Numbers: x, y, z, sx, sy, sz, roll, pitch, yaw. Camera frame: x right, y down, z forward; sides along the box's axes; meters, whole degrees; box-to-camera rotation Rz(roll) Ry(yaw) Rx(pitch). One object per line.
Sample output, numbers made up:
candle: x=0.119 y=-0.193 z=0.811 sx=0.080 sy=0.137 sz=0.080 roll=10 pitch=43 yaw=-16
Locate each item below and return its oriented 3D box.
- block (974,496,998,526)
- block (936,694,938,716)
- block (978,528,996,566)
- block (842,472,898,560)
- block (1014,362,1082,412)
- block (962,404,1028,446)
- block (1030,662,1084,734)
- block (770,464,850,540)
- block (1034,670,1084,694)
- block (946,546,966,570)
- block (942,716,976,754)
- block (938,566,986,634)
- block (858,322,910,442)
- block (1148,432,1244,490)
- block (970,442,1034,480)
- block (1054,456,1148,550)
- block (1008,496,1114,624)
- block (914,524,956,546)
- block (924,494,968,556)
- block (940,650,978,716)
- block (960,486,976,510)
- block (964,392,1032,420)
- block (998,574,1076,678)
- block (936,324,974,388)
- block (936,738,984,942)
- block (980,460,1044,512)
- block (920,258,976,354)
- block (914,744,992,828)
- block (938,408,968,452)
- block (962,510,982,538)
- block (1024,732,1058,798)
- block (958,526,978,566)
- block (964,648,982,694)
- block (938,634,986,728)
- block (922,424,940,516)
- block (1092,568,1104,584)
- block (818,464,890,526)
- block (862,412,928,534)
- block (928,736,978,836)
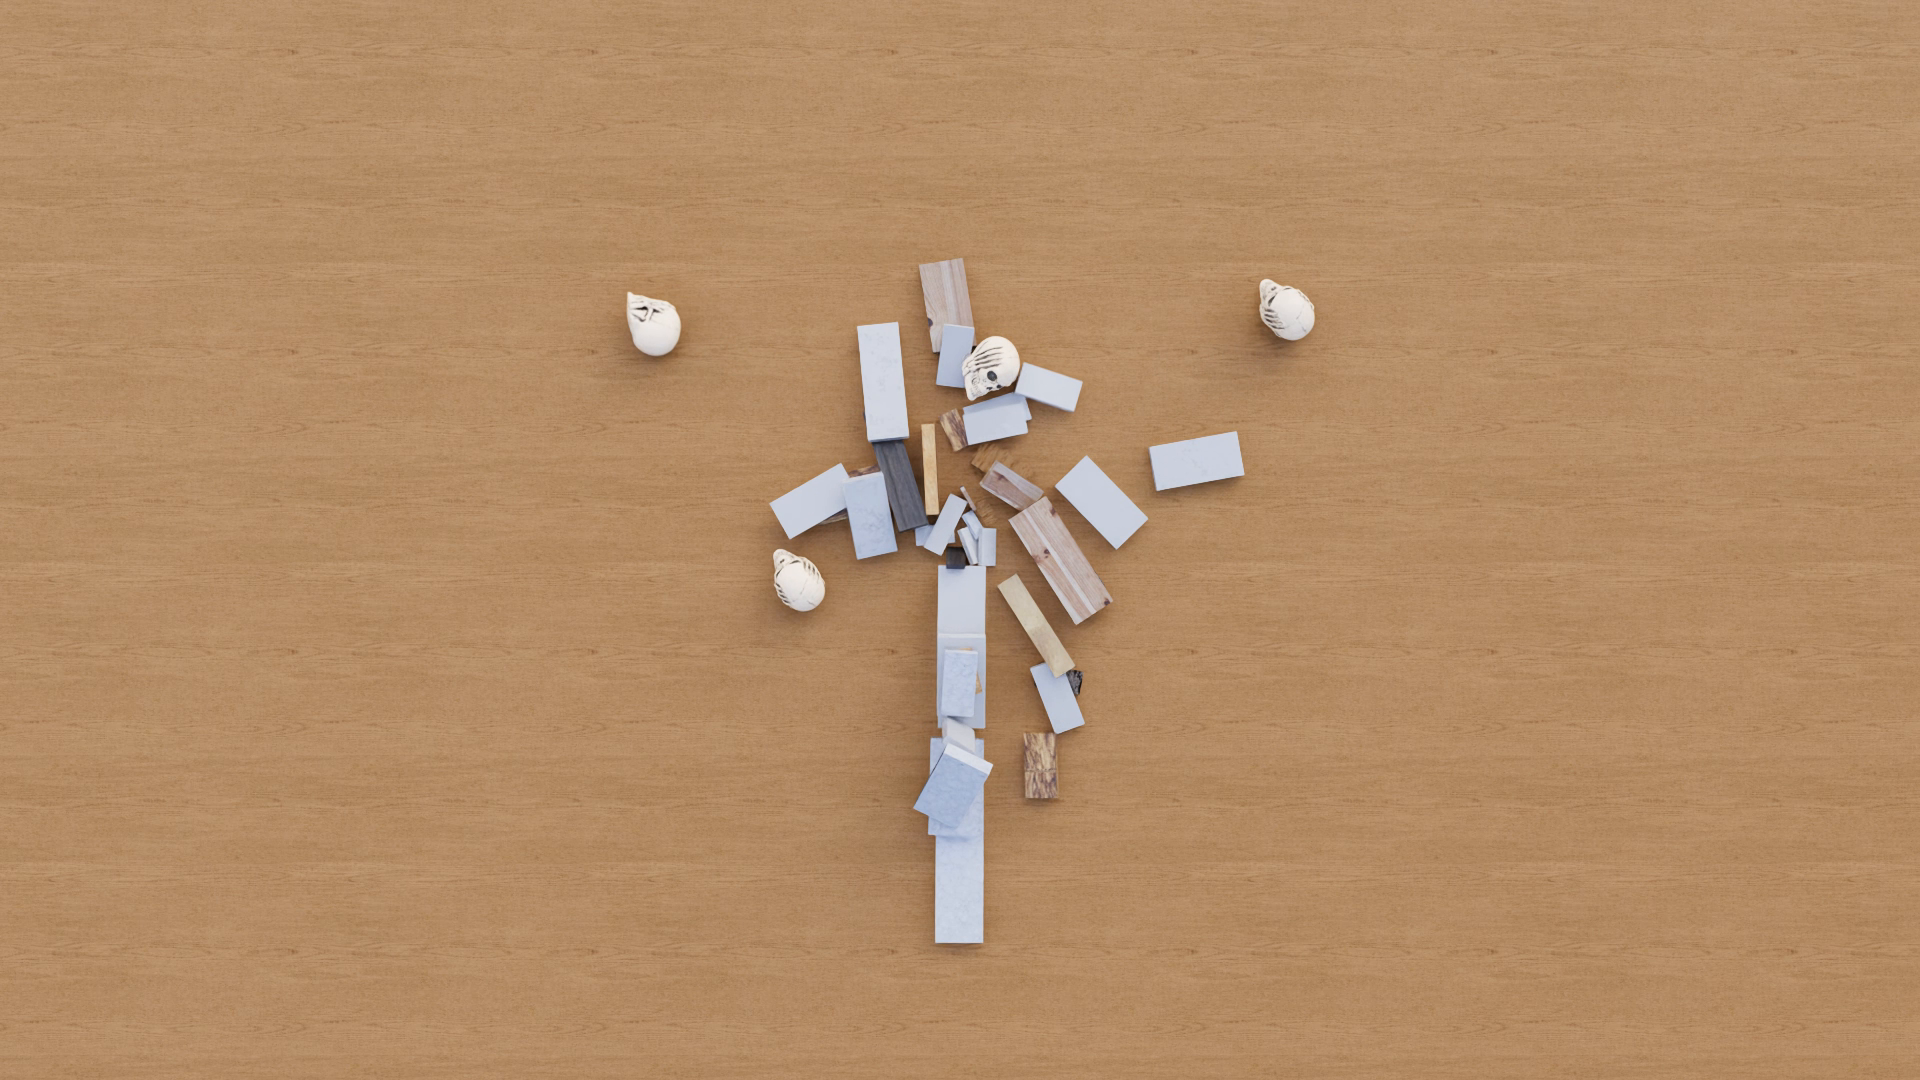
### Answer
block: x=0.086 y=-0.095 z=5.493 sx=0.046 sy=0.013 sz=0.092 roll=-30 pitch=90 yaw=0
block: x=0.002 y=0.426 z=5.478 sx=0.155 sy=0.044 sz=0.311 roll=0 pitch=90 yaw=0
block: x=0.090 y=0.023 z=5.473 sx=0.062 sy=0.018 sz=0.124 roll=1 pitch=90 yaw=-41
block: x=-0.297 y=-0.080 z=5.425 sx=0.135 sy=0.038 sz=0.270 roll=-12 pitch=111 yaw=-7
block: x=0.292 y=-0.506 z=5.468 sx=0.207 sy=0.029 sz=0.104 roll=18 pitch=86 yaw=-7
block: x=0.117 y=-0.383 z=5.456 sx=0.201 sy=0.028 sz=0.100 roll=-12 pitch=90 yaw=0
block: x=0.323 y=0.516 z=5.466 sx=0.103 sy=0.029 sz=0.237 roll=-21 pitch=97 yaw=5
block: x=-0.476 y=-0.128 z=5.439 sx=0.270 sy=0.038 sz=0.135 roll=-30 pitch=90 yaw=0
block: x=0.329 y=0.462 z=5.489 sx=0.152 sy=0.022 sz=0.076 roll=11 pitch=90 yaw=0
block: x=-0.014 y=0.059 z=5.441 sx=0.062 sy=0.124 sz=0.018 roll=1 pitch=117 yaw=0
block: x=-0.005 y=0.632 z=5.313 sx=0.107 sy=0.213 sz=0.030 roll=34 pitch=101 yaw=-7
block: x=0.005 y=0.240 z=5.434 sx=0.155 sy=0.044 sz=0.310 roll=1 pitch=90 yaw=0
block: x=-0.253 y=-0.522 z=5.453 sx=0.135 sy=0.038 sz=0.387 roll=-6 pitch=82 yaw=0
block: x=0.784 y=-0.262 z=5.479 sx=0.293 sy=0.042 sz=0.147 roll=-10 pitch=90 yaw=0
block: x=0.139 y=-0.244 z=5.486 sx=0.195 sy=0.028 sz=0.098 roll=34 pitch=90 yaw=0
block: x=0.469 y=-0.125 z=5.479 sx=0.147 sy=0.042 sz=0.293 roll=-44 pitch=90 yaw=0
block: x=0.332 y=0.067 z=5.448 sx=0.147 sy=0.042 sz=0.412 roll=-33 pitch=91 yaw=0
block: x=-0.083 y=-0.018 z=5.491 sx=0.130 sy=0.018 sz=0.065 roll=-5 pitch=90 yaw=0
block: x=-0.047 y=-0.051 z=5.472 sx=0.065 sy=0.018 sz=0.199 roll=26 pitch=90 yaw=0
block: x=-0.002 y=0.464 z=5.345 sx=0.107 sy=0.030 sz=0.213 roll=4 pitch=103 yaw=-1
block: x=0.027 y=-0.138 z=5.477 sx=0.013 sy=0.046 sz=0.092 roll=-30 pitch=90 yaw=0
block: x=0.124 y=-0.420 z=5.485 sx=0.207 sy=0.029 sz=0.104 roll=-17 pitch=90 yaw=0
block: x=0.252 y=0.284 z=5.450 sx=0.076 sy=0.022 sz=0.365 roll=-32 pitch=77 yaw=0
block: x=-0.017 y=-0.608 z=5.451 sx=0.100 sy=0.028 sz=0.201 roll=7 pitch=108 yaw=-5
block: x=-0.001 y=0.997 z=5.478 sx=0.158 sy=0.045 sz=0.670 roll=0 pitch=90 yaw=0
block: x=0.171 y=-0.172 z=5.443 sx=0.195 sy=0.028 sz=0.098 roll=32 pitch=100 yaw=-22
block: x=-0.040 y=-0.777 z=5.479 sx=0.147 sy=0.042 sz=0.293 roll=-9 pitch=90 yaw=0
block: x=-0.024 y=0.791 z=5.287 sx=0.158 sy=0.045 sz=0.316 roll=26 pitch=133 yaw=0
block: x=-0.016 y=-0.365 z=5.491 sx=0.065 sy=0.018 sz=0.130 roll=-25 pitch=90 yaw=0
block: x=0.046 y=-0.051 z=5.480 sx=0.046 sy=0.013 sz=0.092 roll=-31 pitch=90 yaw=-43
block: x=0.269 y=0.746 z=5.470 sx=0.107 sy=0.030 sz=0.213 roll=-2 pitch=90 yaw=17
block: x=0.039 y=0.017 z=5.472 sx=0.062 sy=0.018 sz=0.124 roll=-21 pitch=90 yaw=-44
block: x=0.017 y=0.431 z=5.364 sx=0.076 sy=0.022 sz=0.152 roll=-14 pitch=103 yaw=3
block: x=0.005 y=0.462 z=5.405 sx=0.155 sy=0.044 sz=0.310 roll=0 pitch=103 yaw=0
block: x=-0.097 y=-0.229 z=5.427 sx=0.042 sy=0.147 sz=0.293 roll=-3 pitch=90 yaw=0
block: x=0.384 y=0.099 z=5.486 sx=0.098 sy=0.028 sz=0.195 roll=-36 pitch=90 yaw=0
block: x=-0.345 y=-0.156 z=5.479 sx=0.293 sy=0.042 sz=0.147 roll=-15 pitch=90 yaw=0
block: x=-0.212 y=-0.236 z=5.437 sx=0.100 sy=0.028 sz=0.424 roll=-17 pitch=77 yaw=-3
block: x=-0.021 y=0.811 z=5.433 sx=0.158 sy=0.045 sz=0.316 roll=2 pitch=90 yaw=0
